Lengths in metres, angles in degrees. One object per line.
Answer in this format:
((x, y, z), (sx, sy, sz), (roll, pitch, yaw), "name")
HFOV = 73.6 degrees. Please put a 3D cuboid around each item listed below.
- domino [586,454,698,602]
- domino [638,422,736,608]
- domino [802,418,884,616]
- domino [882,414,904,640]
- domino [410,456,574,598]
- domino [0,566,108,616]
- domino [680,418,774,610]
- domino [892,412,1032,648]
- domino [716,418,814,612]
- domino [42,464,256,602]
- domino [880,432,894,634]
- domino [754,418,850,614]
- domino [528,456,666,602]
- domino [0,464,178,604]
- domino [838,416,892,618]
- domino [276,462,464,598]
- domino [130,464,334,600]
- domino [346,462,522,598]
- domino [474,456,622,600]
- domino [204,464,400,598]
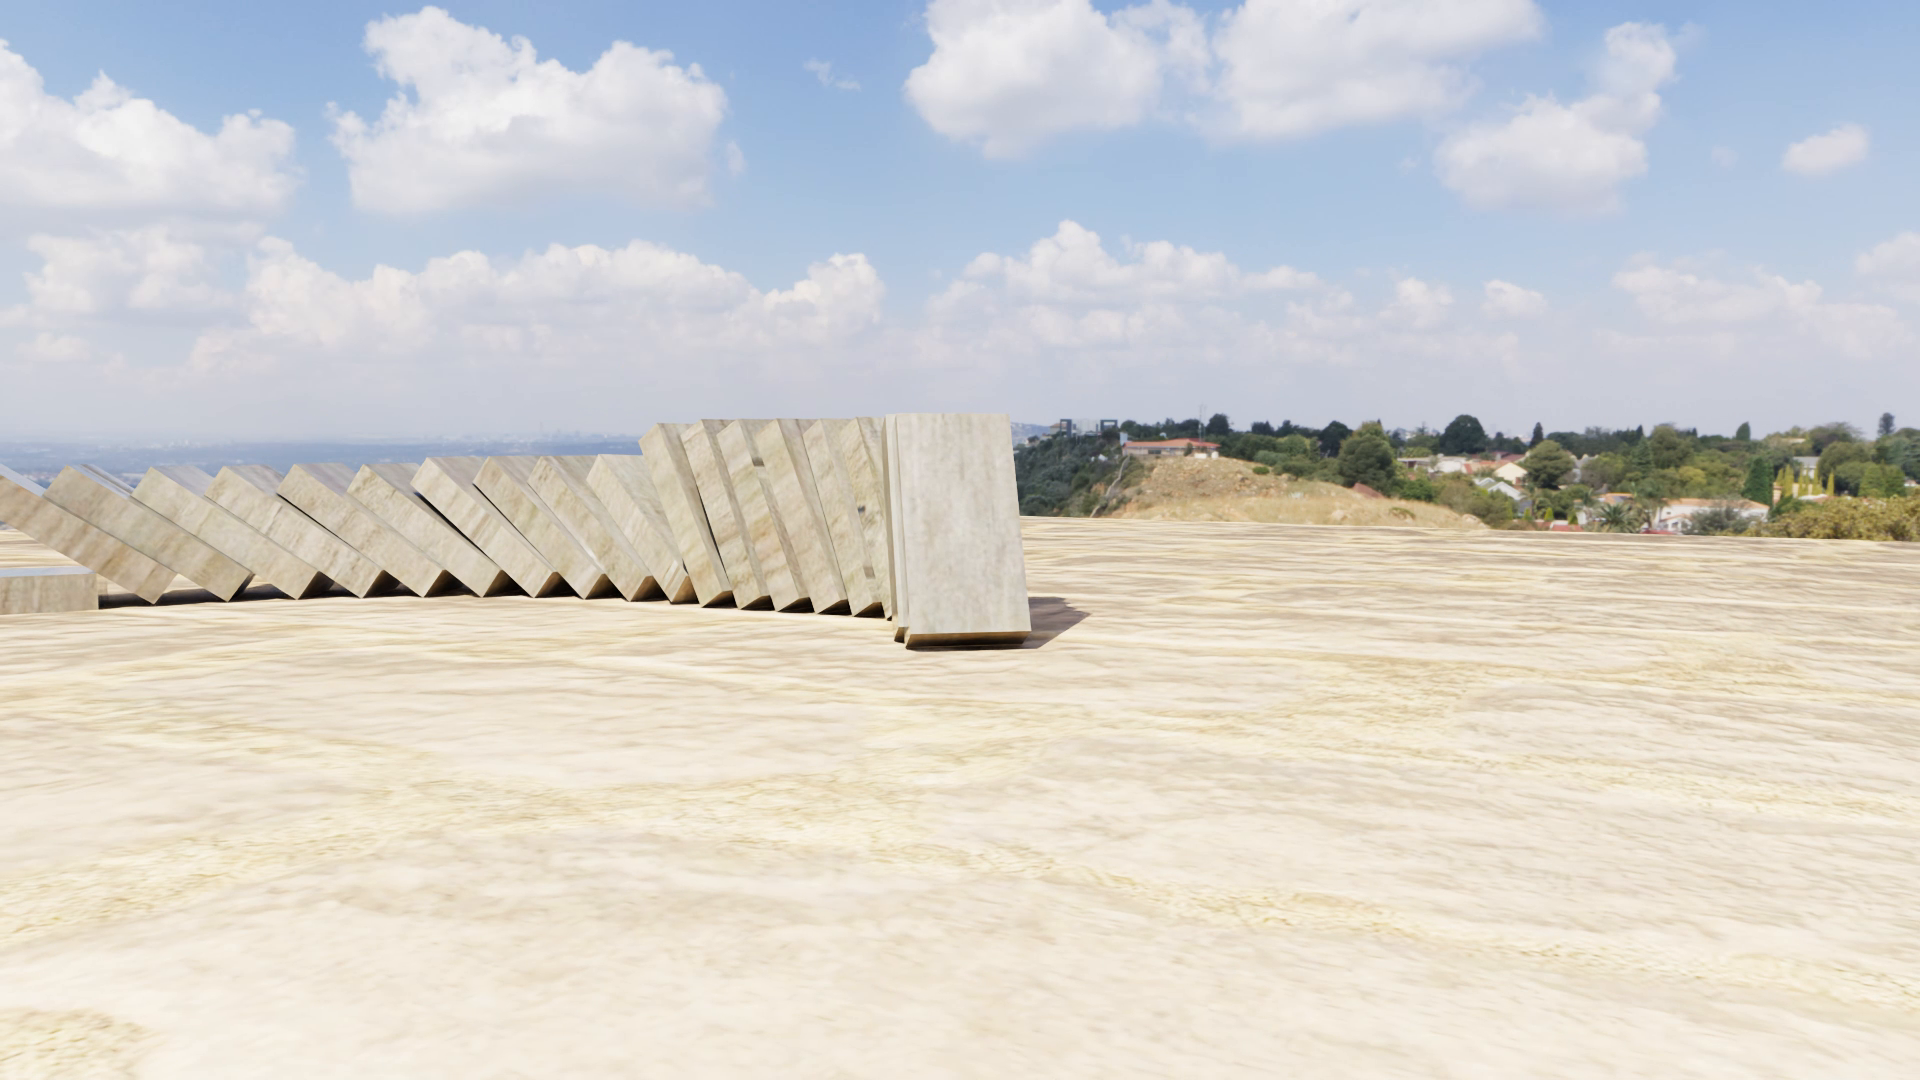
((-0.081, -0.004, 0.358), (0.025, 0.010, 0.050), (-2, 44, -50), "domino")
((-0.066, -0.007, 0.346), (0.009, 0.050, 0.025), (-35, -18, 35), "domino")
((-0.021, -0.006, 0.327), (0.025, 0.050, 0.010), (-3, -21, -39), "domino")
((-0.003, -0.003, 0.285), (0.025, 0.050, 0.009), (-1, -21, -10), "domino")
((-0.130, -0.004, 0.368), (0.050, 0.010, 0.025), (40, 13, 9), "domino")
((-0.249, 0.013, 0.327), (0.050, 0.010, 0.025), (-2, 5, -29), "domino")
((-0.054, -0.008, 0.341), (0.009, 0.050, 0.025), (-30, -16, 37), "domino")
((0.000, -0.003, 0.275), (0.025, 0.050, 0.009), (-1, -21, -10), "domino")
((-0.044, -0.007, 0.337), (0.010, 0.050, 0.025), (-30, -16, 37), "domino")
((-0.217, -0.002, 0.348), (0.050, 0.010, 0.025), (37, -10, -19), "domino")
((-0.004, -0.004, 0.296), (0.025, 0.050, 0.010), (-1, -21, -10), "domino")
((-0.033, -0.007, 0.333), (0.010, 0.050, 0.025), (-30, -16, 37), "domino")
((-0.097, -0.004, 0.362), (0.050, 0.009, 0.025), (45, 24, 20), "domino")
((-0.232, -0.002, 0.336), (0.050, 0.009, 0.025), (38, -14, -26), "domino")
((-0.012, -0.006, 0.321), (0.025, 0.050, 0.010), (-2, -22, -37), "domino")
((-0.165, -0.003, 0.367), (0.050, 0.009, 0.025), (36, 5, -1), "domino")
((-0.200, -0.003, 0.358), (0.050, 0.010, 0.025), (35, -1, -9), "domino")
((-0.147, -0.004, 0.369), (0.050, 0.009, 0.025), (37, 9, 6), "domino")
((-0.113, -0.005, 0.367), (0.050, 0.010, 0.025), (43, 19, 15), "domino")
((-0.183, -0.003, 0.363), (0.050, 0.010, 0.025), (35, 2, -5), "domino")
